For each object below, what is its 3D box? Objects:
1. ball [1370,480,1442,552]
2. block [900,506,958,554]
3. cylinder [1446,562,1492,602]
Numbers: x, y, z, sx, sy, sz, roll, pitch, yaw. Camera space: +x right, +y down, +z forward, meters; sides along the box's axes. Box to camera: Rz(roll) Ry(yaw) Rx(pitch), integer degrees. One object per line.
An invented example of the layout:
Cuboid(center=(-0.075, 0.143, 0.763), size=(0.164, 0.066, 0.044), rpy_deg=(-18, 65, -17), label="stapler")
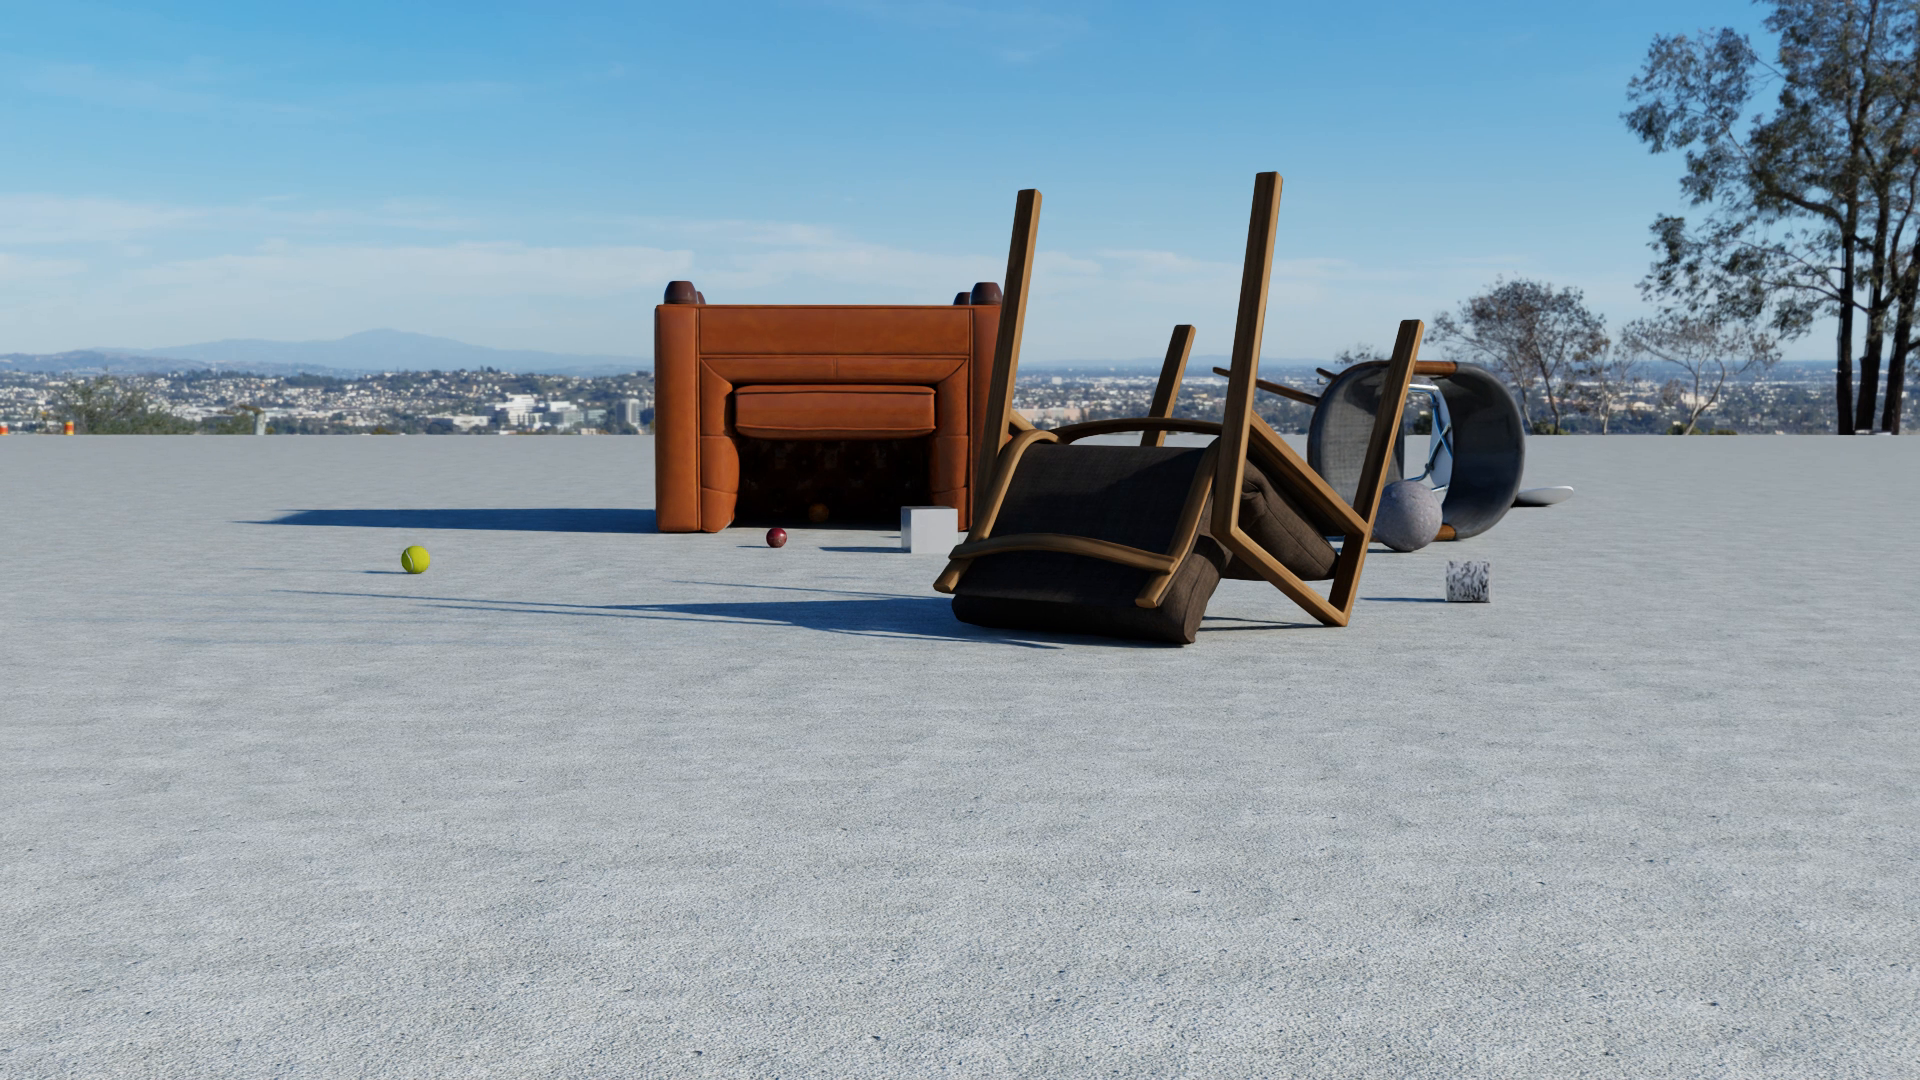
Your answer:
Cuboid(center=(1.229, -0.066, 6.062), size=(0.198, 0.198, 0.198), rpy_deg=(0, 4, 0), label="ball")
Cuboid(center=(-0.086, -0.029, 6.093), size=(0.129, 0.120, 0.165), rpy_deg=(-1, 4, -11), label="block")
Cuboid(center=(1.072, 0.088, 4.631), size=(0.087, 0.083, 0.101), rpy_deg=(1, -20, 18), label="cylinder")
